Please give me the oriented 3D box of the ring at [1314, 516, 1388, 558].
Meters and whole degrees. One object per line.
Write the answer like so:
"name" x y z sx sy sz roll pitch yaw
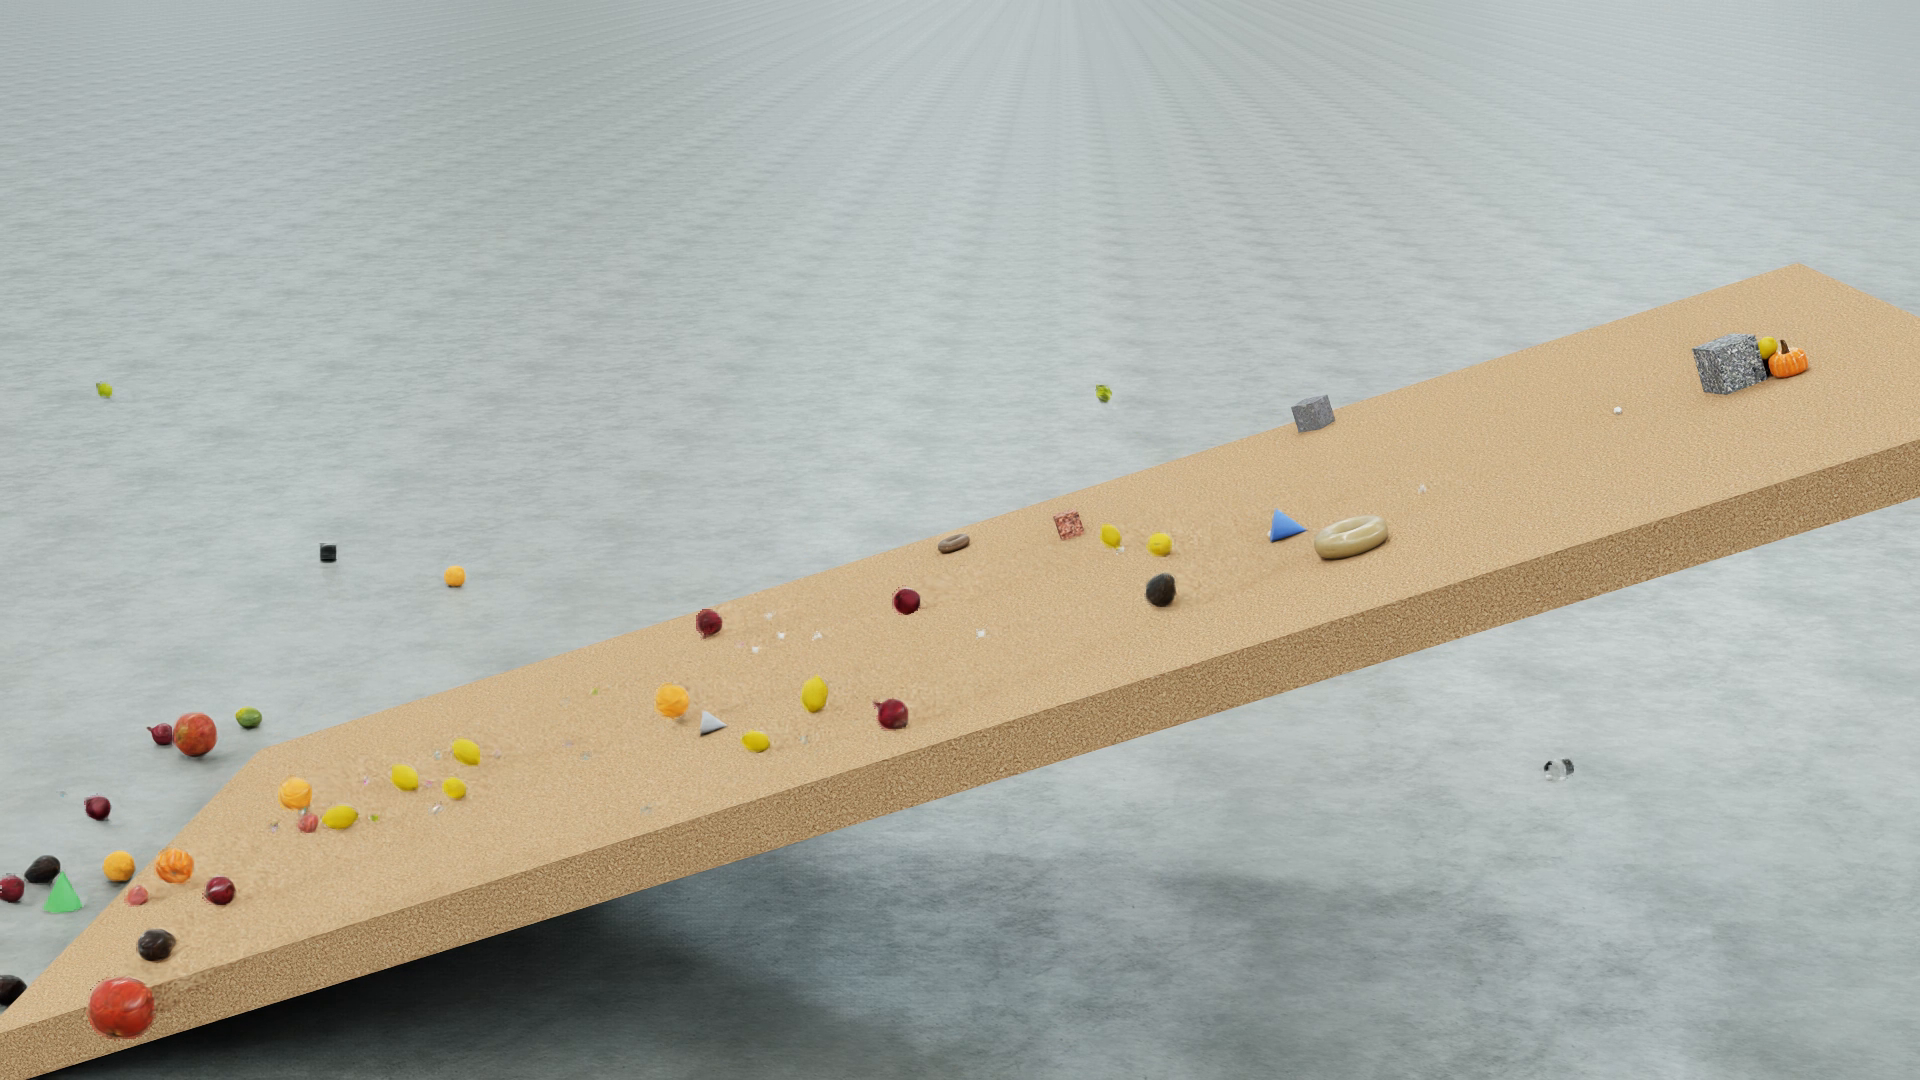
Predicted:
"ring" 0.761 -0.005 5.729 0.148 0.049 0.148 -18 12 4

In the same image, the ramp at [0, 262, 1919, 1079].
"ramp" 0.103 0.182 6.308 4.000 0.100 2.000 -18 11 5

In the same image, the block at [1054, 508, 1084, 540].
"block" 0.250 -0.036 6.746 0.054 0.054 0.054 -19 11 -2

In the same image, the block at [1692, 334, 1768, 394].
"block" 1.574 -0.360 6.018 0.096 0.096 0.096 -21 11 -12

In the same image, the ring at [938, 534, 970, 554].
"ring" -0.015 0.009 7.047 0.080 0.027 0.080 -19 12 4

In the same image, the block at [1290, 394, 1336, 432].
"block" 0.847 -0.303 7.052 0.066 0.066 0.066 -8 15 43

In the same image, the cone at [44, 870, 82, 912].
"cone" -1.996 0.776 6.543 0.085 0.085 0.085 2 10 0

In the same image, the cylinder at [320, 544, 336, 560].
"cylinder" -2.183 0.043 10.158 0.053 0.053 0.053 -5 13 -15

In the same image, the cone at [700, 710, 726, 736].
"cone" -0.501 0.376 6.010 0.054 0.054 0.054 8 12 -2

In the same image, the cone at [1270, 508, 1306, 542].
"cone" 0.677 -0.025 6.019 0.071 0.071 0.071 9 12 1
